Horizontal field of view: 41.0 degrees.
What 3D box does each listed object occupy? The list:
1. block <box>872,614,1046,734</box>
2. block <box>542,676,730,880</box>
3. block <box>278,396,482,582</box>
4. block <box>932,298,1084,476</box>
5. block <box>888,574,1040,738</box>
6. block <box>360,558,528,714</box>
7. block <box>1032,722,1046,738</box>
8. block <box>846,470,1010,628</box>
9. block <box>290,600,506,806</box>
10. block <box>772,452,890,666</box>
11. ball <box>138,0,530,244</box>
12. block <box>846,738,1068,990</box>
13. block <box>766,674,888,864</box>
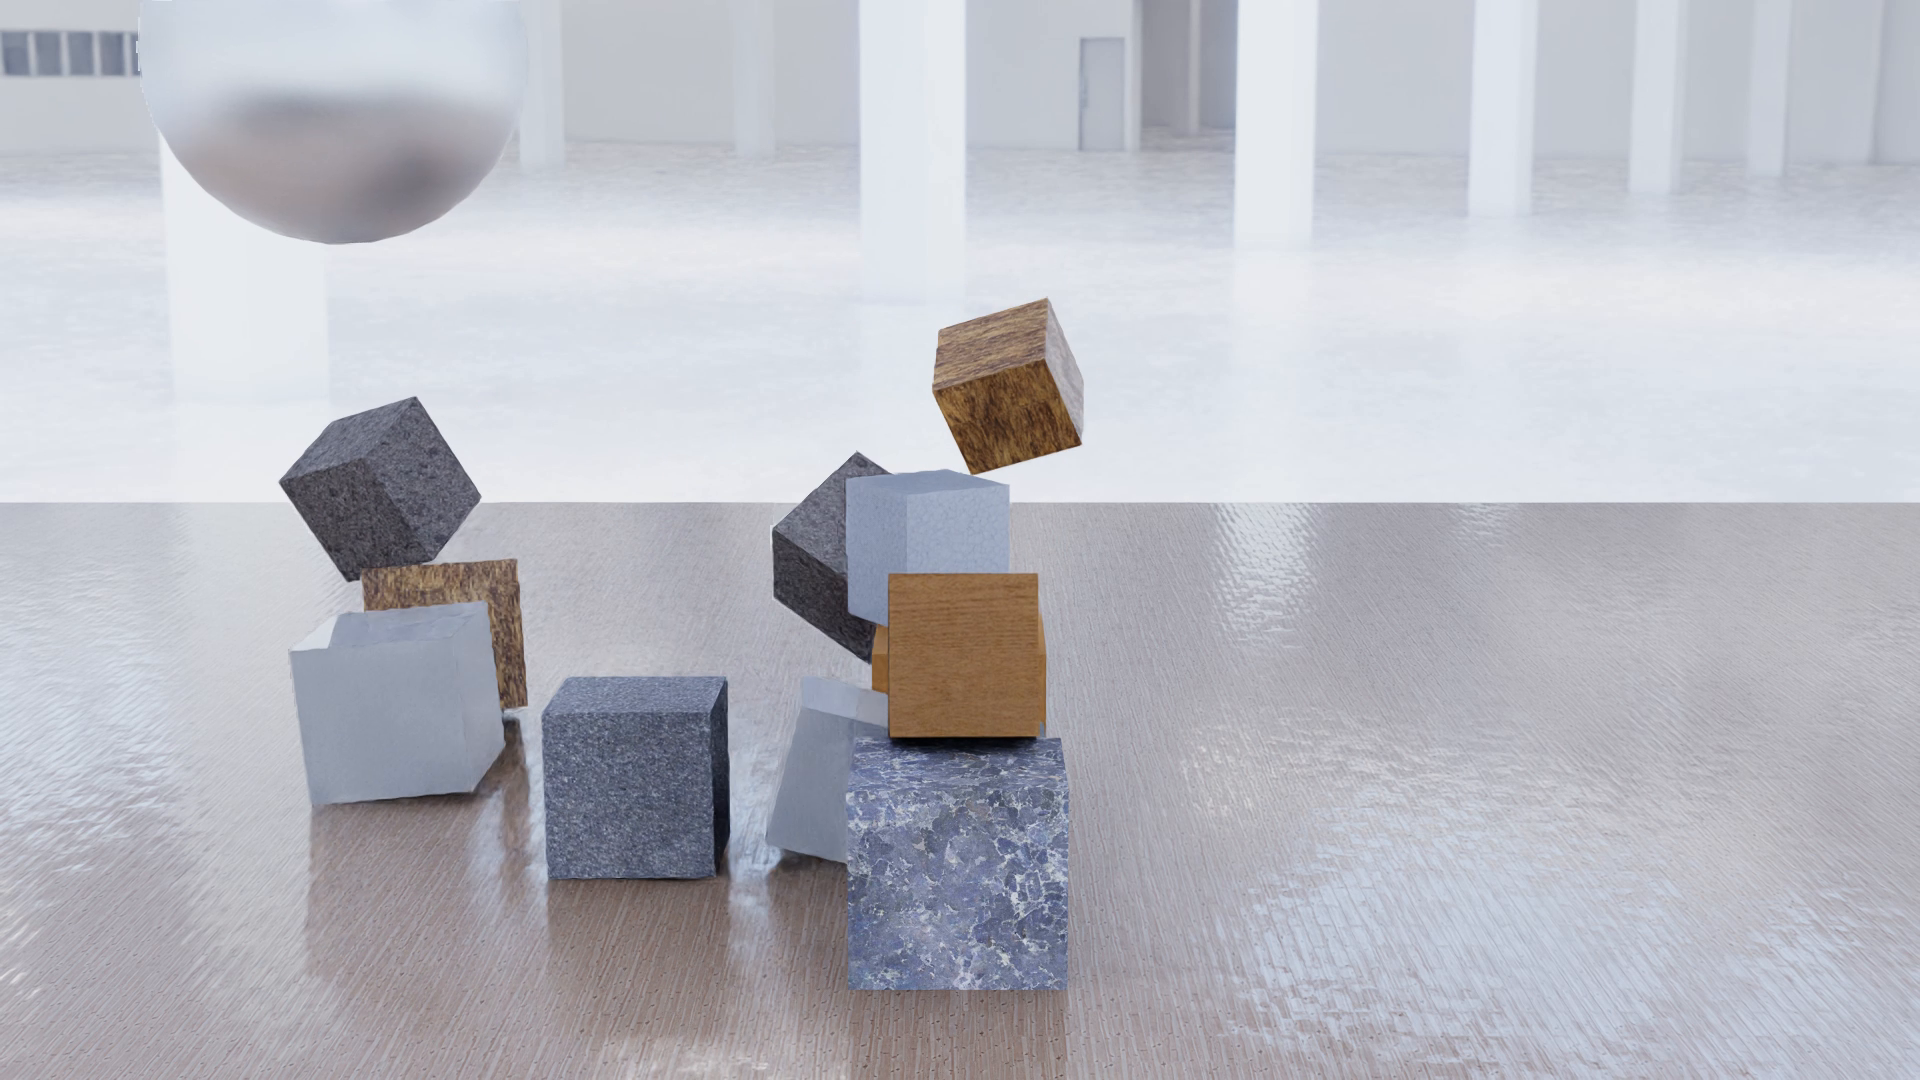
[{"bbox_3d":[0.000,0.867,12.408,0.809,0.854,0.926,0,10,0],"label":"block"},{"bbox_3d":[-1.448,1.061,11.591,0.739,0.748,0.722,-1,10,1],"label":"block"},{"bbox_3d":[-3.148,-0.273,13.962,0.631,0.691,0.592,-13,30,30],"label":"block"},{"bbox_3d":[0.277,-0.851,14.242,0.653,0.603,0.613,-15,35,15],"label":"block"},{"bbox_3d":[0.005,0.491,10.682,0.605,0.659,0.677,0,-5,-2],"label":"block"},{"bbox_3d":[-2.789,0.554,13.824,0.806,0.787,0.672,-4,-6,-14],"label":"block"},{"bbox_3d":[0.034,1.200,11.010,0.664,0.700,0.633,0,10,0],"label":"block"},{"bbox_3d":[-0.160,0.048,12.627,0.577,0.679,0.597,-6,12,-31],"label":"block"},{"bbox_3d":[-2.789,0.801,12.809,0.790,0.771,0.855,-5,10,2],"label":"block"},{"bbox_3d":[-0.524,0.098,13.947,0.690,0.638,0.696,34,59,21],"label":"block"},{"bbox_3d":[-2.623,-2.048,10.808,1.600,1.600,1.600,0,10,0],"label":"ball"},{"bbox_3d":[-0.009,1.282,10.288,0.850,0.797,0.808,0,10,0],"label":"block"},{"bbox_3d":[-0.513,1.051,11.621,0.576,0.647,0.625,14,9,-5],"label":"block"}]
